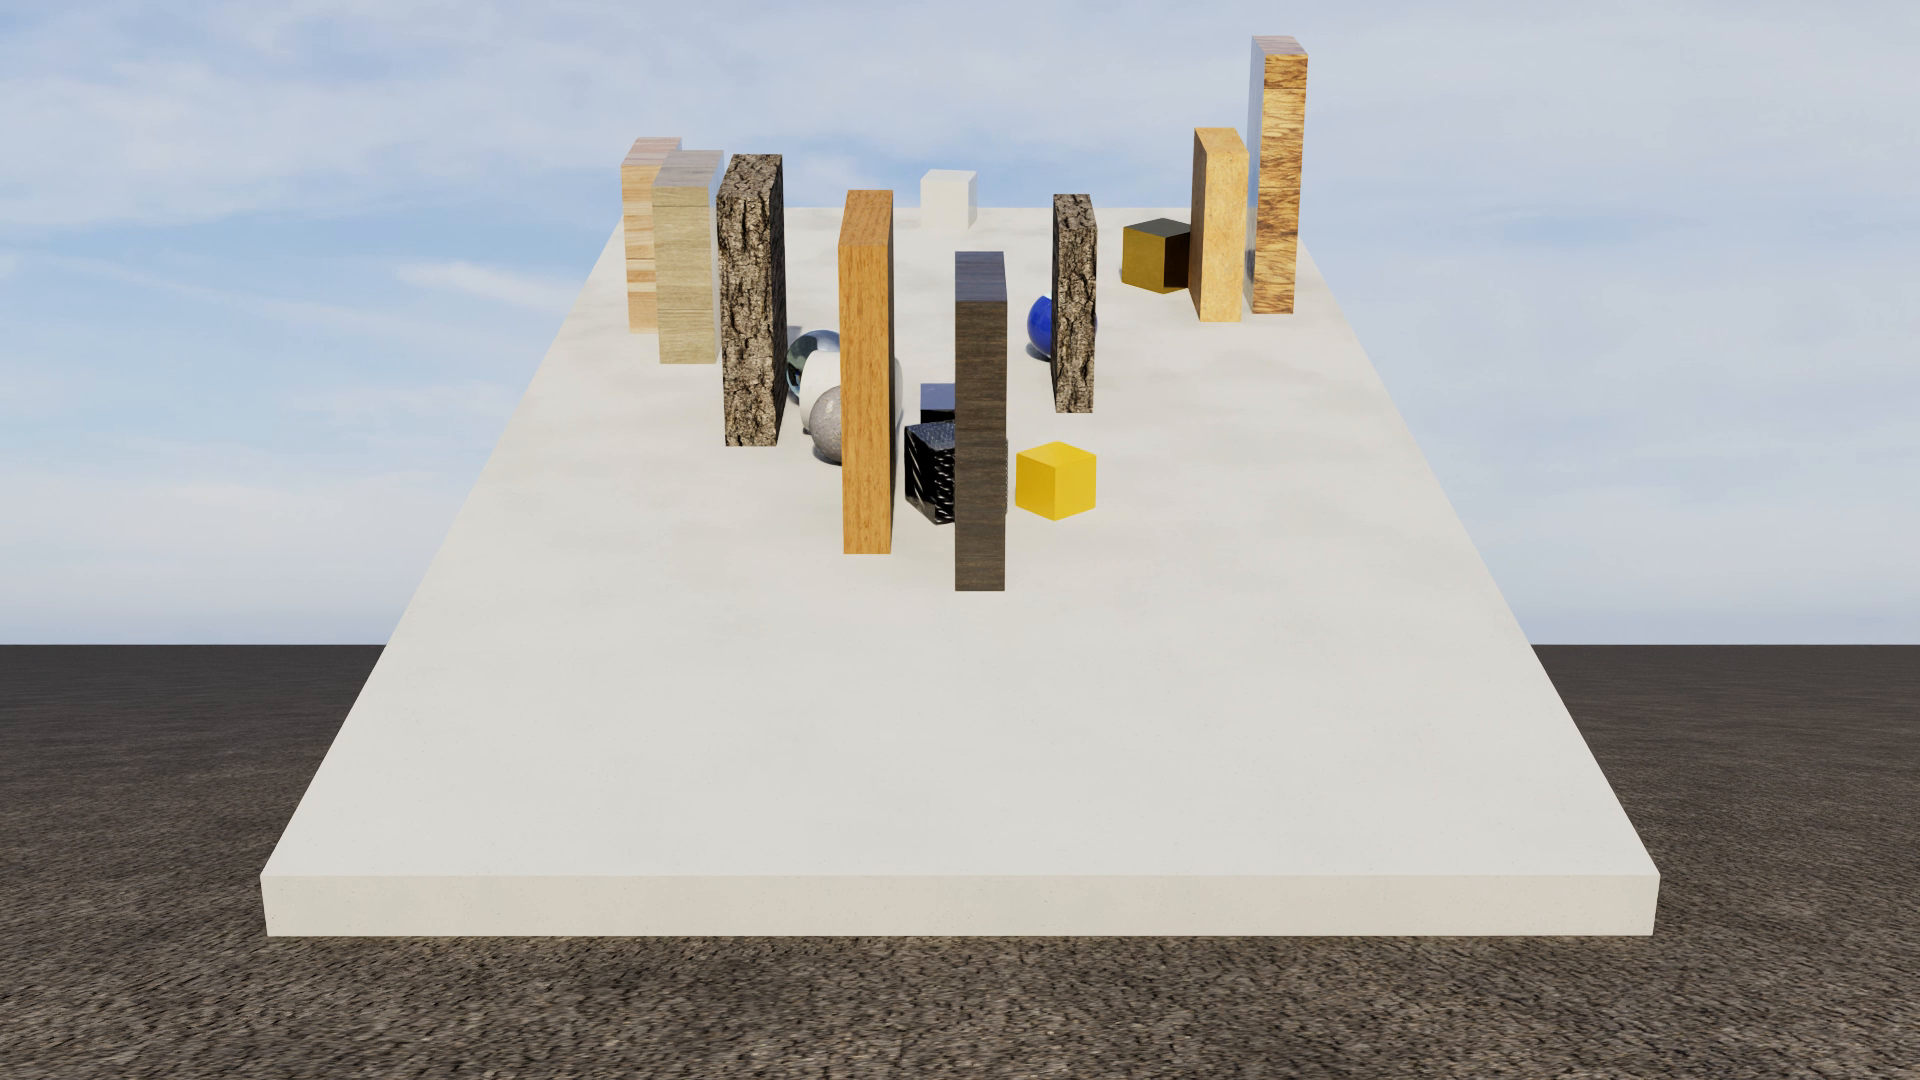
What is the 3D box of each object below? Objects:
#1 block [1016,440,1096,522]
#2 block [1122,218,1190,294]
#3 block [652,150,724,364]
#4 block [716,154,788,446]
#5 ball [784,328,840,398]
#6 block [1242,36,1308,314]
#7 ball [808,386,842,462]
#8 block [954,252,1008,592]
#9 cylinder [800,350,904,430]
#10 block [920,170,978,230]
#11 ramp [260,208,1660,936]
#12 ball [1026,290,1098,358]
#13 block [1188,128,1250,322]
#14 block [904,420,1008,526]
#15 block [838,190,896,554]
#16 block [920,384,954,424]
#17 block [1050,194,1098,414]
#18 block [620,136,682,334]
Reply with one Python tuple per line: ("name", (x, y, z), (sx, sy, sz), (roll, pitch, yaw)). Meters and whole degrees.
("block", (0.193, -0.120, 4.616), (0.114, 0.114, 0.114), (-18, 28, -38))
("block", (0.546, -0.764, 6.167), (0.155, 0.155, 0.155), (-18, 28, -38))
("block", (-0.655, -0.697, 5.620), (0.134, 0.434, 0.392), (0, 22, 0))
("block", (-0.453, -0.534, 5.060), (0.110, 0.549, 0.412), (0, 22, 0))
("ball", (-0.311, -0.391, 5.206), (0.175, 0.175, 0.175), (0, -2, 0))
("block", (0.808, -0.944, 5.931), (0.106, 0.665, 0.279), (0, 22, 0))
("ball", (-0.236, -0.246, 4.858), (0.167, 0.167, 0.167), (0, -2, 0))
("block", (0.037, -0.226, 4.292), (0.092, 0.553, 0.349), (0, 22, 0))
("cylinder", (-0.237, -0.319, 5.022), (0.179, 0.179, 0.179), (6, -1, 15))
("block", (-0.032, -1.008, 6.786), (0.142, 0.142, 0.142), (4, 22, 10))
("ramp", (-0.006, -0.220, 5.152), (2.000, 0.100, 4.000), (0, 22, 0))
("ball", (0.246, -0.519, 5.532), (0.173, 0.173, 0.173), (0, -2, 0))
("block", (0.665, -0.817, 5.923), (0.105, 0.434, 0.320), (0, 22, 0))
("block", (-0.008, -0.141, 4.608), (0.158, 0.158, 0.158), (-9, 24, -22))
("block", (-0.178, -0.337, 4.494), (0.090, 0.606, 0.443), (0, 22, 0))
("block", (0.004, -0.218, 4.782), (0.172, 0.172, 0.172), (0, 22, -1))
("block", (0.259, -0.545, 5.254), (0.084, 0.426, 0.324), (0, 22, 0))
("block", (-0.772, -0.777, 5.827), (0.113, 0.426, 0.333), (0, 22, 0))
